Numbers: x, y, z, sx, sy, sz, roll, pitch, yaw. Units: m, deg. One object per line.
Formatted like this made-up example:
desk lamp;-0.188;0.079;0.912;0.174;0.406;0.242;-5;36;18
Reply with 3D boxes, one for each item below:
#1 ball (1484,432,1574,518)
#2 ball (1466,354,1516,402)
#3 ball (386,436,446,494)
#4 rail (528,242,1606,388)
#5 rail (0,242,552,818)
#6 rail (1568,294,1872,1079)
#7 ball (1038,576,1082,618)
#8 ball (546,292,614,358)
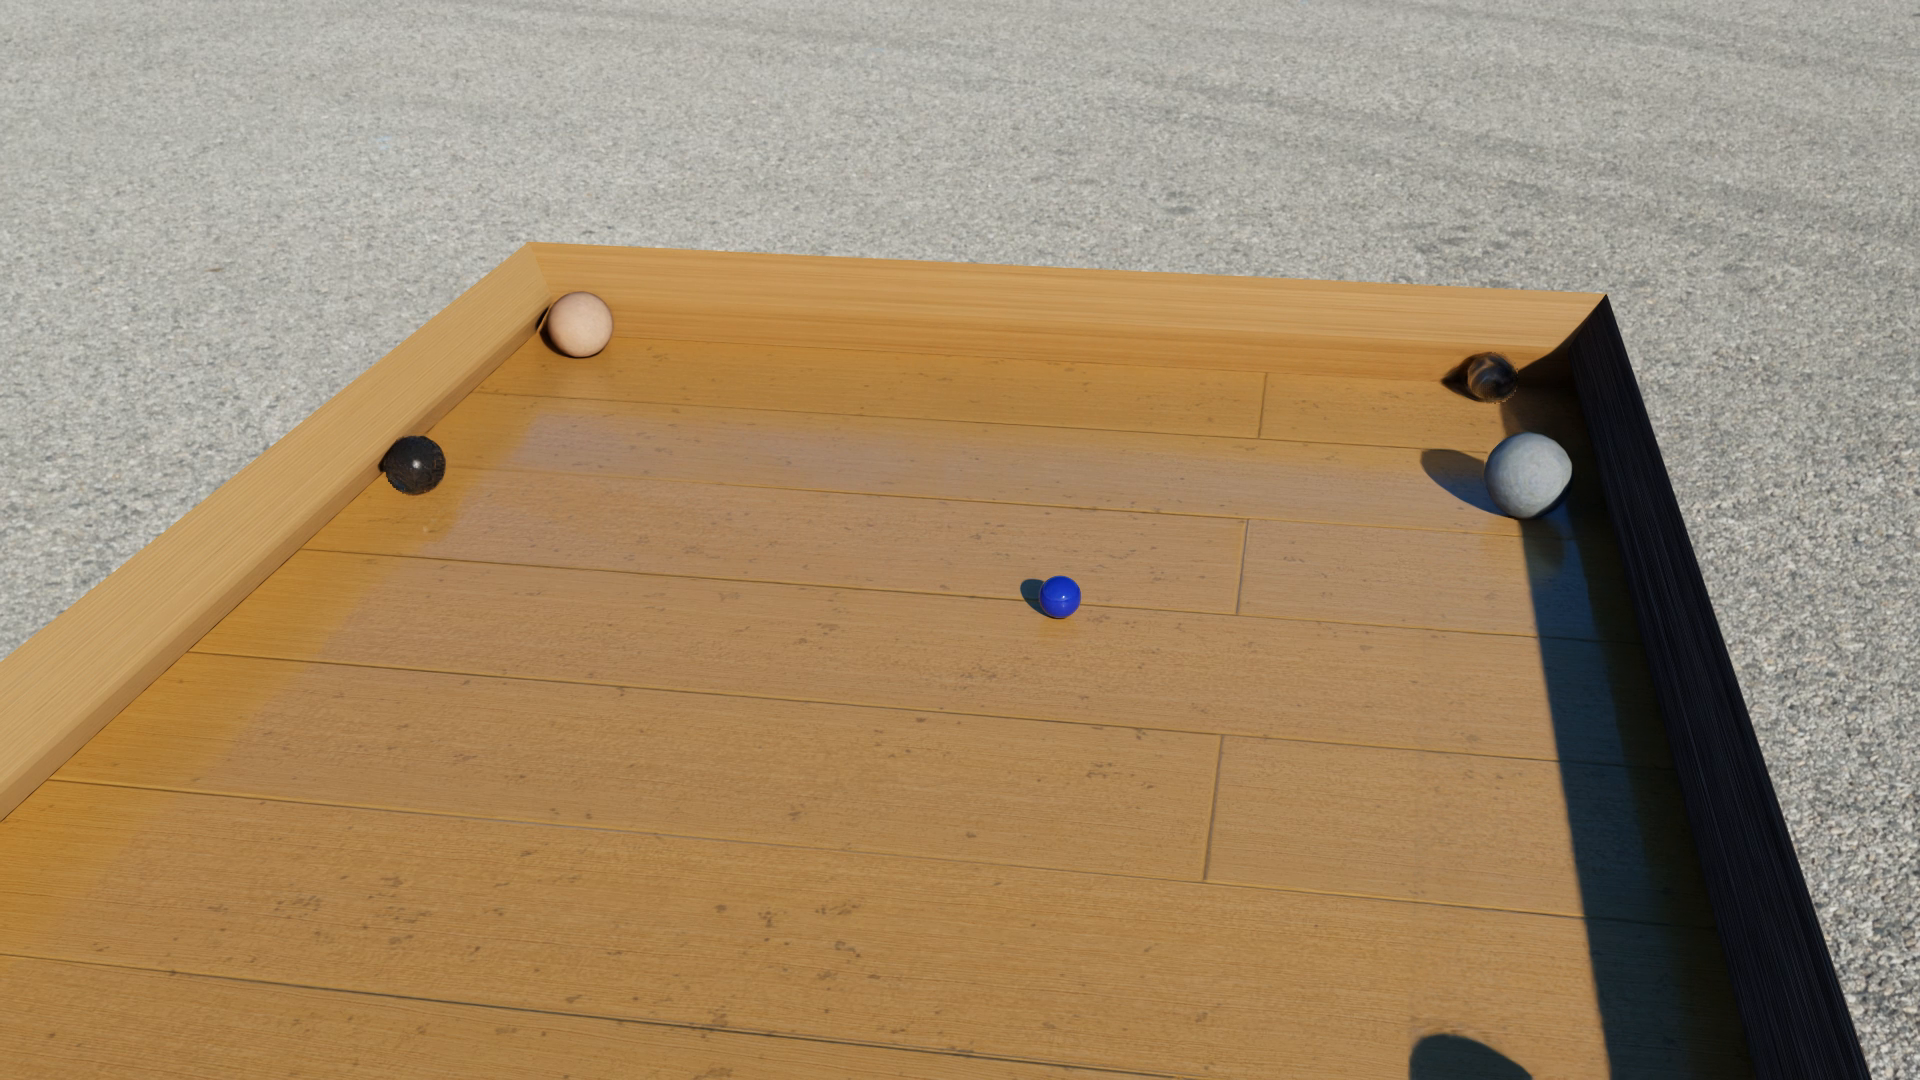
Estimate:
ball;0.625;-0.071;2.419;0.095;0.095;0.095;0;24;0
ball;0.669;-0.205;2.766;0.061;0.061;0.061;0;24;0
ball;-0.615;-0.085;2.488;0.066;0.066;0.066;0;24;0
rail;0.110;-0.289;2.875;1.420;0.127;0.045;4;24;9
rail;-0.791;0.199;1.761;0.045;0.127;2.745;4;24;9
rail;0.563;0.291;1.552;0.045;0.127;2.745;4;24;9
ball;0.100;0.057;2.193;0.043;0.043;0.043;0;24;0
ball;-0.504;-0.286;2.919;0.088;0.088;0.088;0;24;0
